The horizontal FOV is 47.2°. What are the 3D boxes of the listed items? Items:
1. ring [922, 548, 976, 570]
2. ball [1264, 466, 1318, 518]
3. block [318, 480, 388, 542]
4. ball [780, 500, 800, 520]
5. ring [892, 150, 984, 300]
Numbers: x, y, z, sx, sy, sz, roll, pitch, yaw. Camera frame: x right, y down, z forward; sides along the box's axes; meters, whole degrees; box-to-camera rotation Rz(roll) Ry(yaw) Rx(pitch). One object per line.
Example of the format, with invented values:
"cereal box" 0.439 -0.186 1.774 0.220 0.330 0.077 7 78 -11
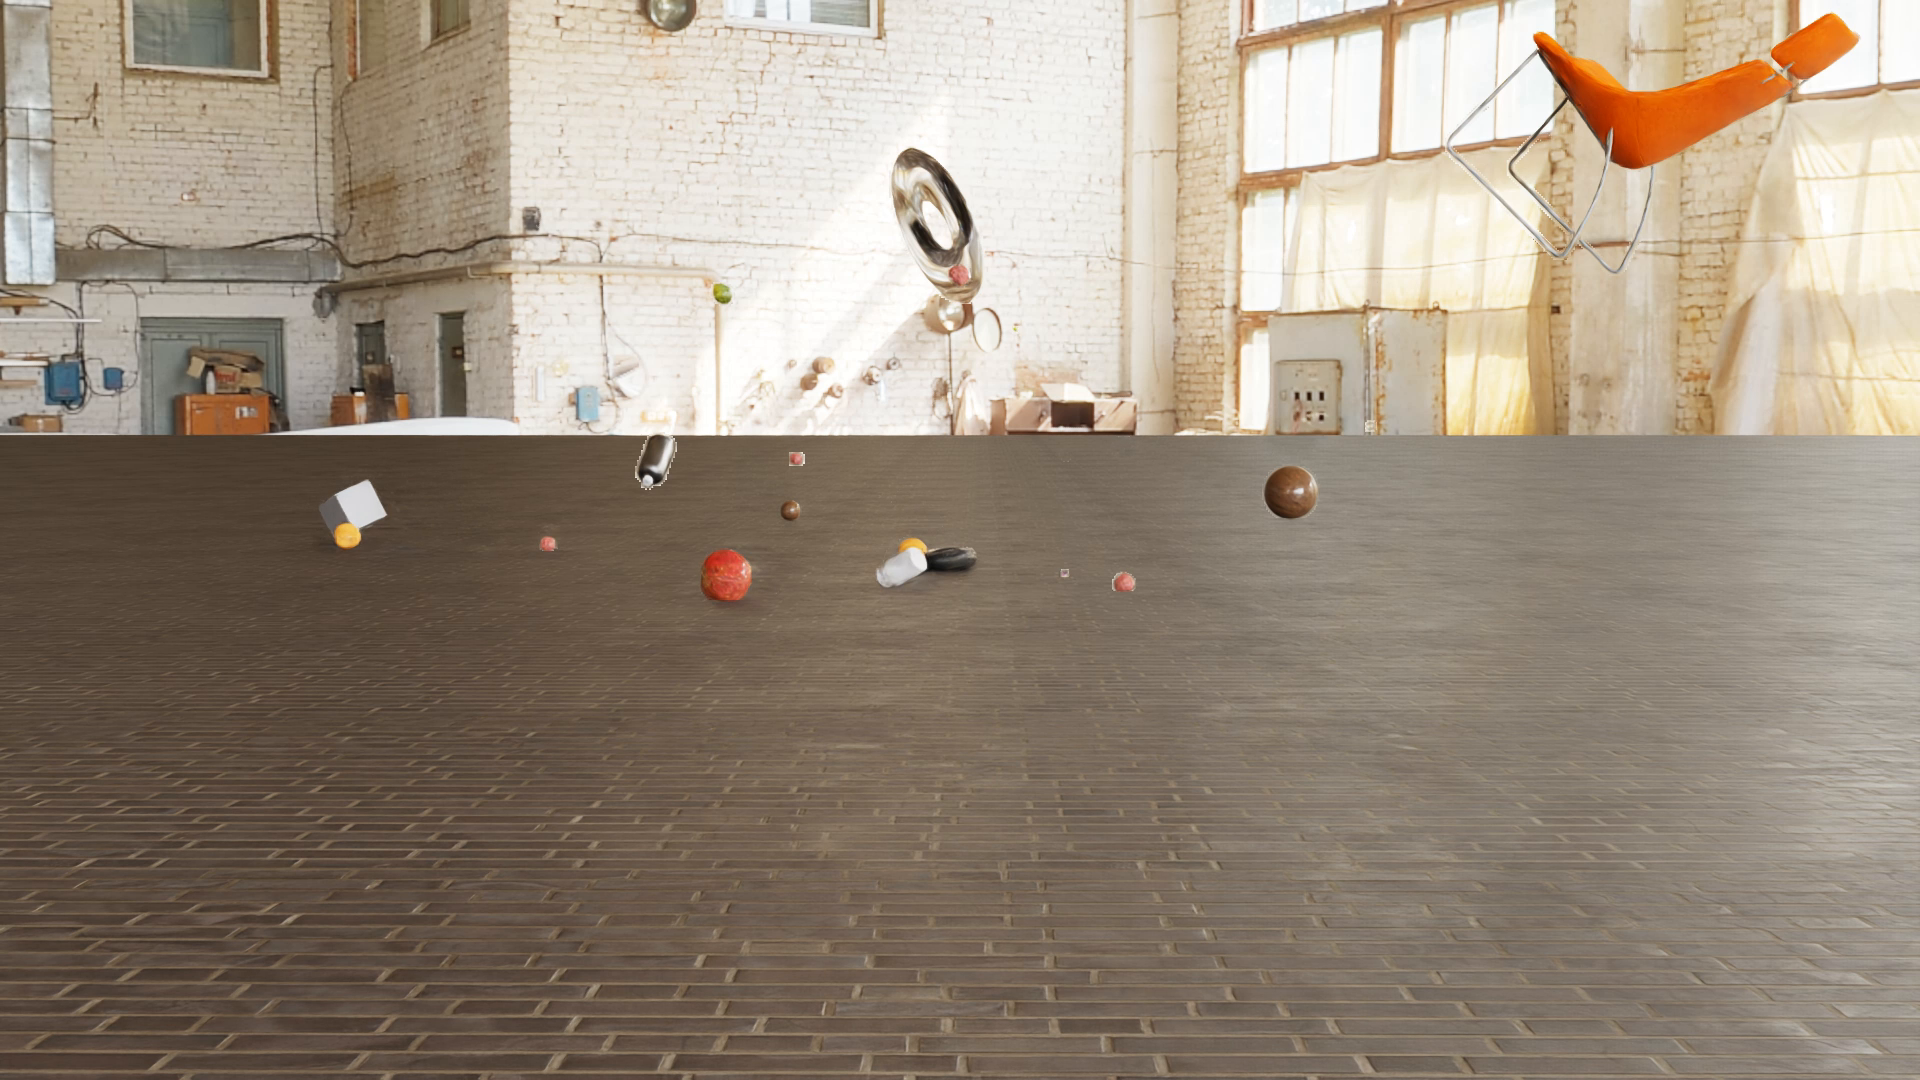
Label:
"ring" -0.026 0.047 5.507 0.110 0.050 0.184 1 5 35
"ball" 1.143 -0.165 7.604 0.185 0.185 0.185 0 4 0
"block" -1.758 -0.083 6.360 0.106 0.116 0.193 -30 5 -32
"ball" -0.579 -0.100 7.500 0.069 0.069 0.069 0 4 0
"ring" -0.064 -0.889 6.202 0.204 0.479 0.127 -20 -11 -17
